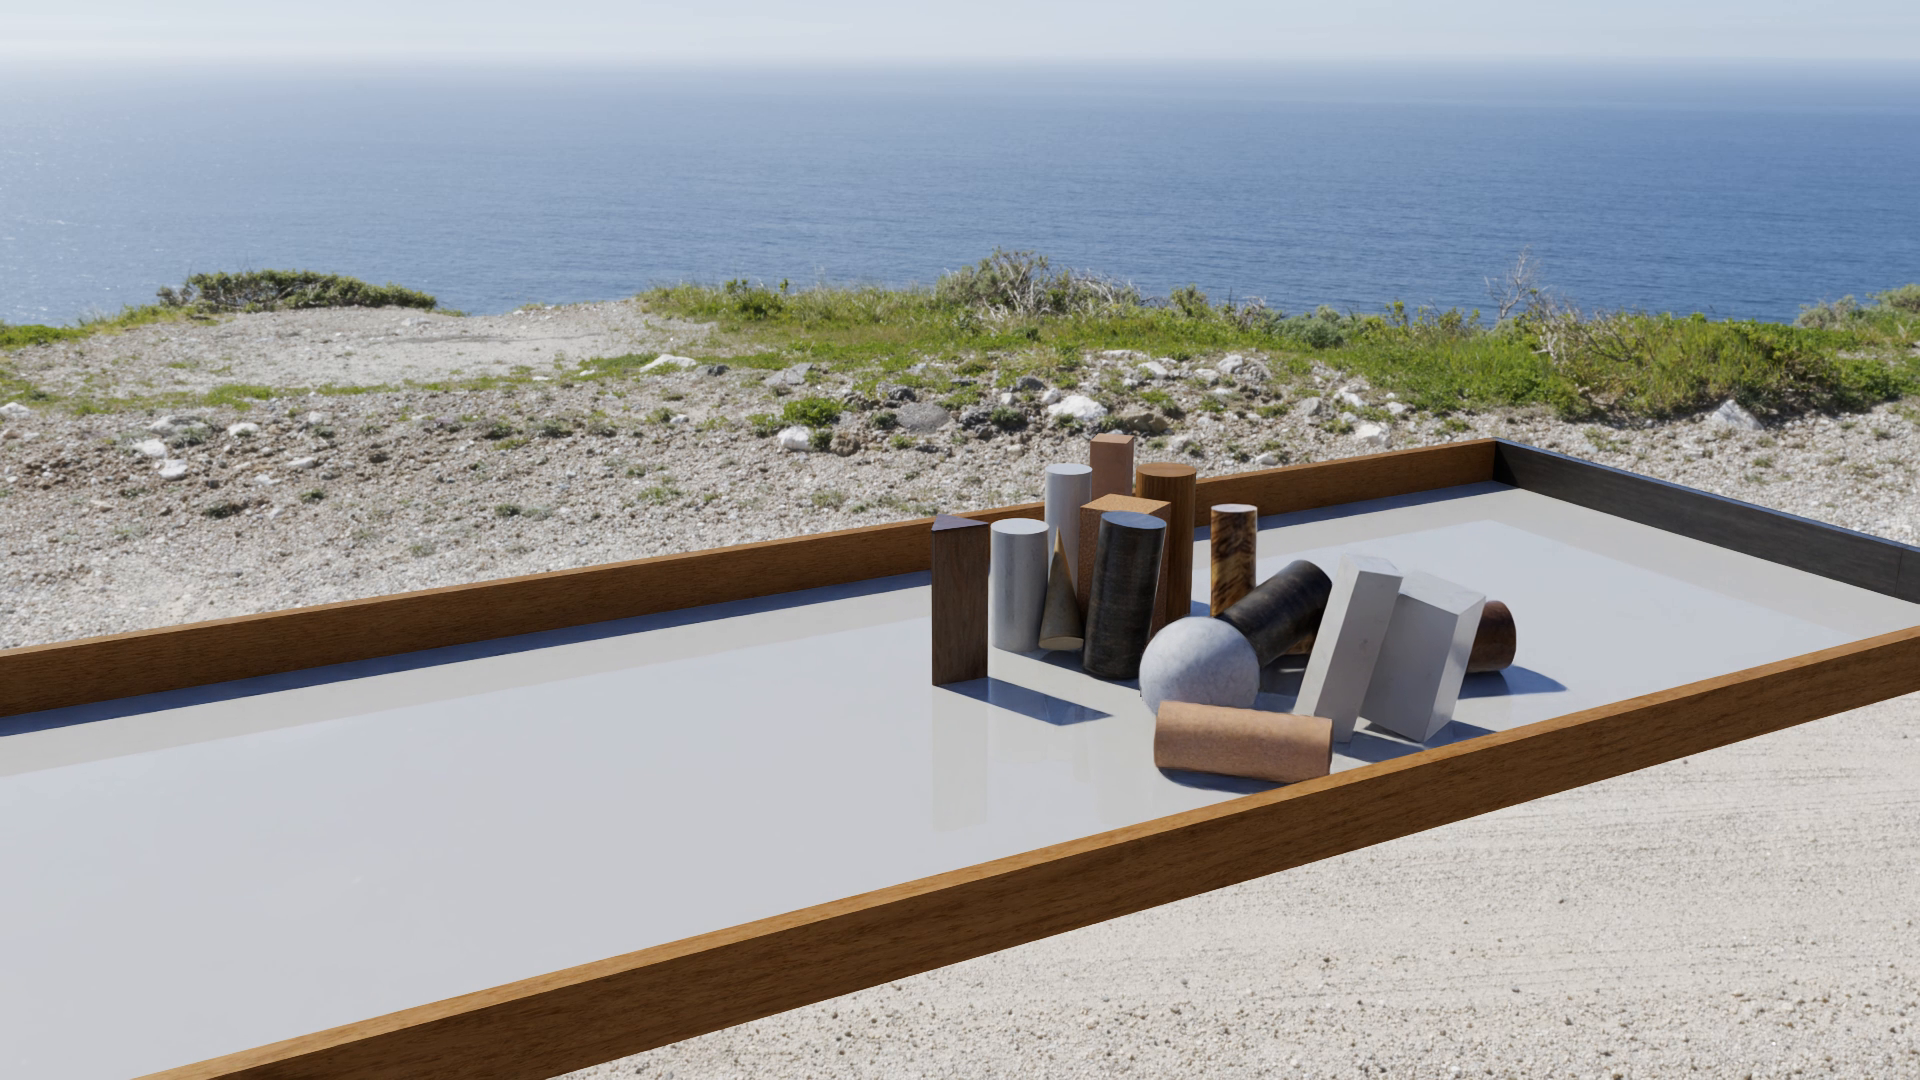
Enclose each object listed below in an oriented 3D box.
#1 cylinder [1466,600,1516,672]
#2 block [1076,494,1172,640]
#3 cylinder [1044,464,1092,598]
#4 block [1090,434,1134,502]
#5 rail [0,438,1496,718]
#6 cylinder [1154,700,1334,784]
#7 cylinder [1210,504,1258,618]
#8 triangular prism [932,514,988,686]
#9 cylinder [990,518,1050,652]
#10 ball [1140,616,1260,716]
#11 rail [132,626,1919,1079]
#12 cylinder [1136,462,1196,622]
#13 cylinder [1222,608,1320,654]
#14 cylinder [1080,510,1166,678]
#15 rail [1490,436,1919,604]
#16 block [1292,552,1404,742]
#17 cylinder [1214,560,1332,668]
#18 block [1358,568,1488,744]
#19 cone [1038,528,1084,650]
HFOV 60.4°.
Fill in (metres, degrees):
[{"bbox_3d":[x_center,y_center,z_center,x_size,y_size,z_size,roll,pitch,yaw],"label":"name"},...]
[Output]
[{"bbox_3d":[1.163,0.255,4.173,0.433,0.178,0.178,-3,17,-11],"label":"cylinder"},{"bbox_3d":[0.431,0.091,4.360,0.178,0.381,0.178,9,17,29],"label":"block"},{"bbox_3d":[0.298,0.007,4.582,0.129,0.422,0.129,0,16,0],"label":"cylinder"},{"bbox_3d":[0.438,-0.075,4.807,0.105,0.453,0.105,5,17,17],"label":"block"},{"bbox_3d":[-3.305,0.497,3.399,12.000,0.150,0.050,-9,18,-27],"label":"rail"},{"bbox_3d":[0.618,0.441,3.593,0.369,0.147,0.147,5,17,16],"label":"cylinder"},{"bbox_3d":[0.732,0.088,4.412,0.121,0.353,0.121,-1,11,0],"label":"cylinder"},{"bbox_3d":[-0.025,0.144,4.148,0.151,0.404,0.131,-7,18,-23],"label":"triangular prism"},{"bbox_3d":[0.157,0.119,4.378,0.154,0.323,0.154,0,16,0],"label":"cylinder"},{"bbox_3d":[0.552,0.312,3.804,0.276,0.276,0.276,0,16,0],"label":"ball"},{"bbox_3d":[-2.336,1.006,1.665,12.000,0.150,0.050,-9,18,-27],"label":"rail"},{"bbox_3d":[0.567,0.006,4.593,0.165,0.417,0.165,0,16,0],"label":"cylinder"},{"bbox_3d":[0.851,0.237,4.326,0.320,0.125,0.125,-1,16,-5],"label":"cylinder"},{"bbox_3d":[0.412,0.136,4.169,0.165,0.391,0.165,6,15,-2],"label":"cylinder"},{"bbox_3d":[2.466,-0.048,5.253,0.050,0.150,2.100,-9,18,-27],"label":"rail"},{"bbox_3d":[0.875,0.245,3.739,0.105,0.419,0.105,8,21,-11],"label":"block"},{"bbox_3d":[0.770,0.208,4.154,0.350,0.171,0.171,-32,30,-26],"label":"cylinder"},{"bbox_3d":[1.064,0.266,3.824,0.177,0.326,0.177,23,26,31],"label":"block"},{"bbox_3d":[0.265,0.114,4.356,0.128,0.331,0.128,-1,-19,0],"label":"cone"}]
